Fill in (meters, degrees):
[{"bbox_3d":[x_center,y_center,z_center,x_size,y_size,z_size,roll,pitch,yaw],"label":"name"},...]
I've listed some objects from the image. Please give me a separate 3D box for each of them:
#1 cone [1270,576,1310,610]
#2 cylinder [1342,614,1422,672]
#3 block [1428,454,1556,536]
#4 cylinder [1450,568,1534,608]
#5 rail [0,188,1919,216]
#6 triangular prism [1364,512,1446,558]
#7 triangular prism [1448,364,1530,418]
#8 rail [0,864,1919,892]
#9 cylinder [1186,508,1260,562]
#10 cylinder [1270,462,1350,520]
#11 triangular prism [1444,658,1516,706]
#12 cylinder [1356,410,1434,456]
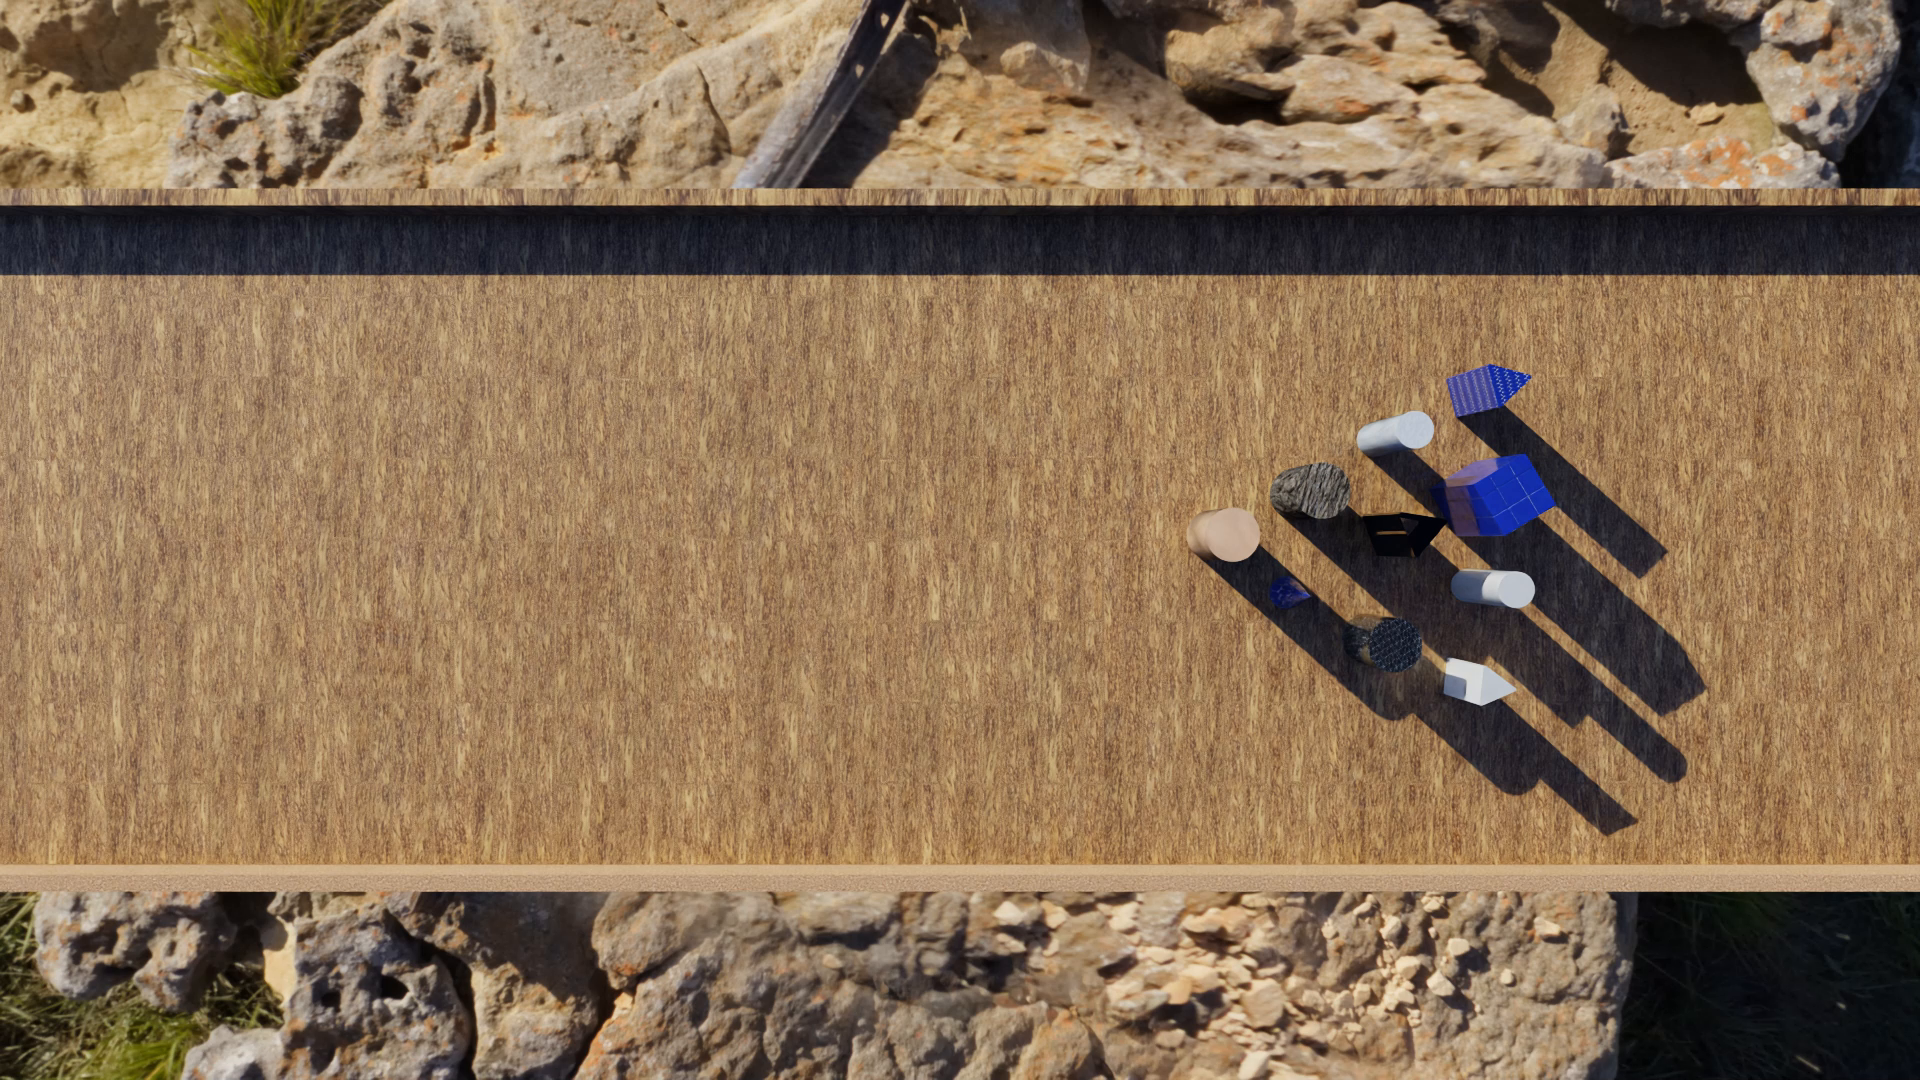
[{"bbox_3d":[1.003,0.162,4.897,0.103,0.359,0.103,0,90,0],"label":"cone"},{"bbox_3d":[1.254,0.304,4.913,0.156,0.327,0.156,0,90,0],"label":"cylinder"},{"bbox_3d":[1.557,-0.127,4.851,0.169,0.450,0.169,-31,90,0],"label":"block"},{"bbox_3d":[1.562,0.140,4.852,0.103,0.449,0.103,0,90,0],"label":"cylinder"},{"bbox_3d":[-2.247,-1.025,5.002,12.000,0.150,0.050,0,90,0],"label":"rail"},{"bbox_3d":[1.284,-0.039,4.861,0.117,0.431,0.135,39,90,0],"label":"triangular prism"},{"bbox_3d":[1.537,-0.458,4.876,0.125,0.401,0.108,-44,90,0],"label":"triangular prism"},{"bbox_3d":[-2.247,1.025,5.001,12.000,0.150,0.050,0,90,0],"label":"rail"},{"bbox_3d":[0.774,-0.015,4.877,0.154,0.399,0.154,0,90,0],"label":"cylinder"},{"bbox_3d":[1.034,-0.141,4.890,0.161,0.373,0.161,0,90,0],"label":"cylinder"},{"bbox_3d":[1.523,0.407,4.900,0.113,0.353,0.098,-23,90,0],"label":"triangular prism"},{"bbox_3d":[1.274,-0.309,4.847,0.106,0.459,0.106,0,90,0],"label":"cylinder"}]
